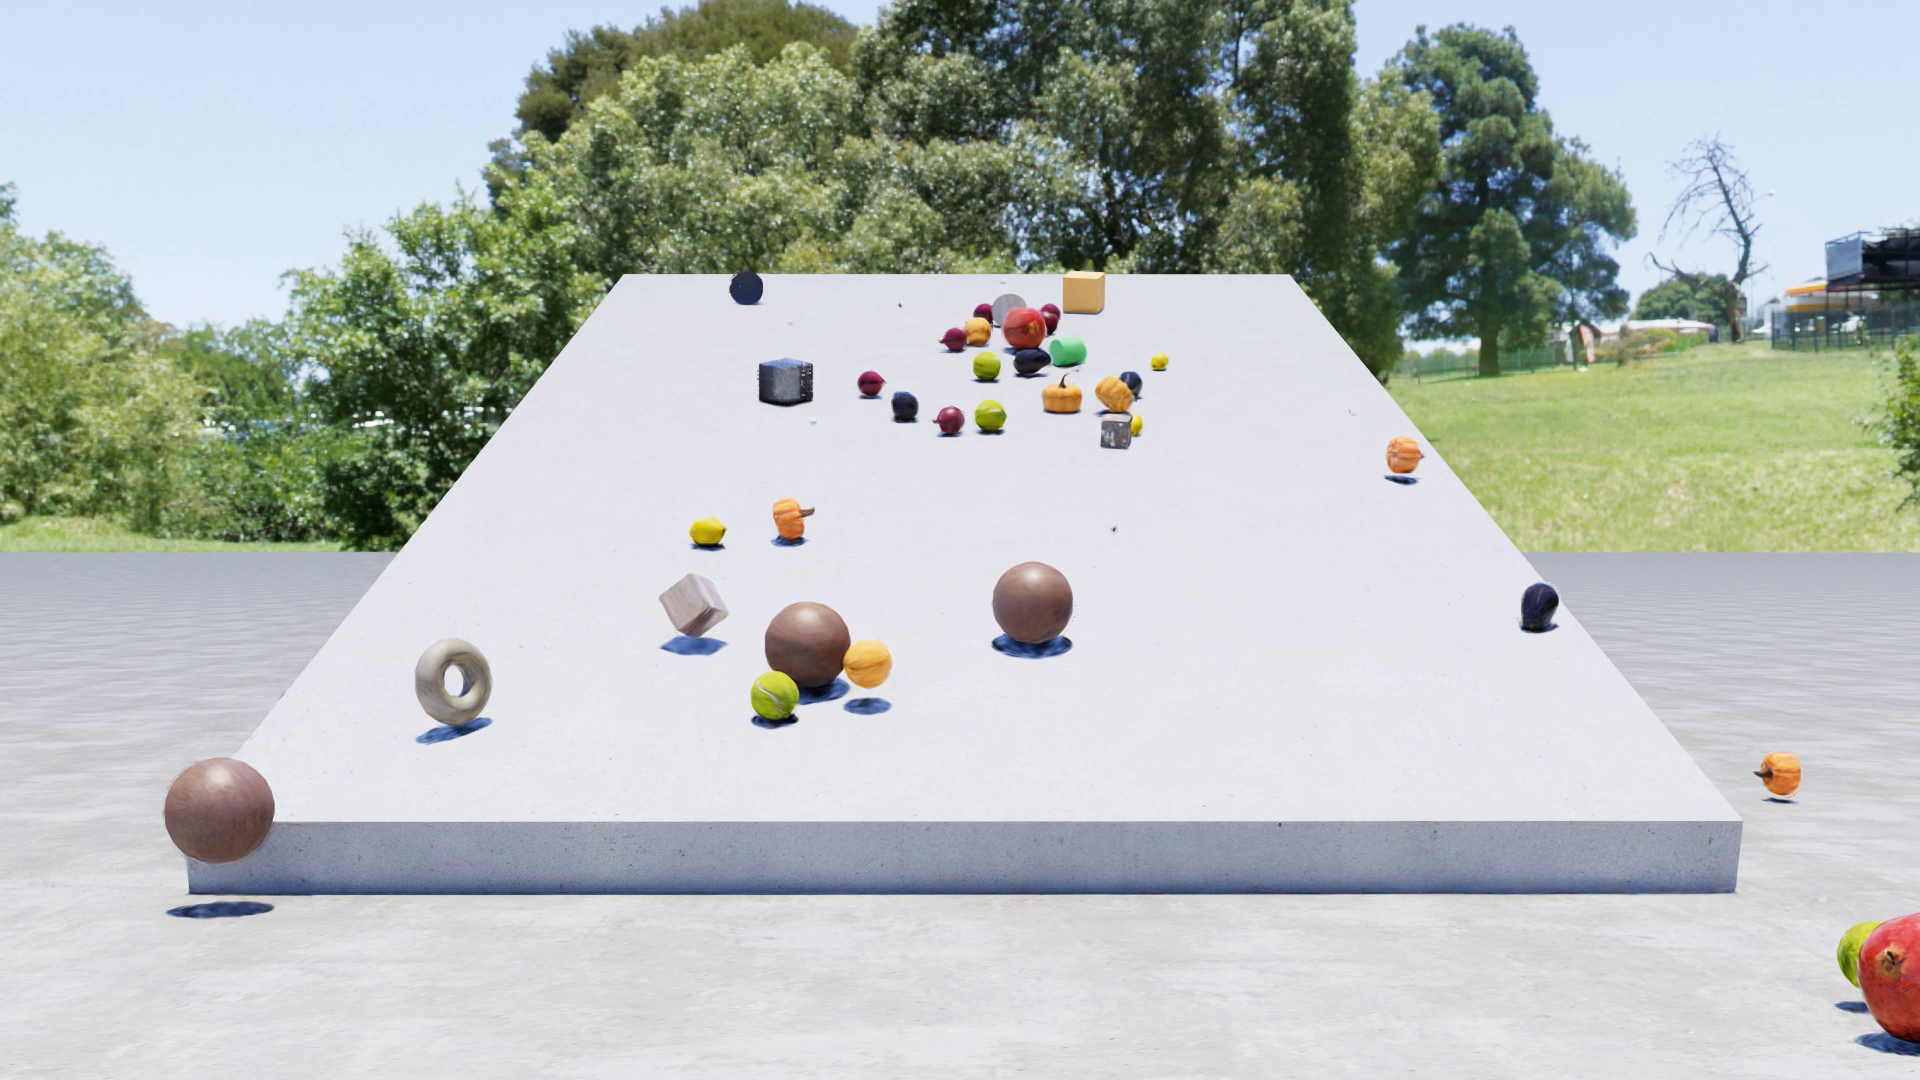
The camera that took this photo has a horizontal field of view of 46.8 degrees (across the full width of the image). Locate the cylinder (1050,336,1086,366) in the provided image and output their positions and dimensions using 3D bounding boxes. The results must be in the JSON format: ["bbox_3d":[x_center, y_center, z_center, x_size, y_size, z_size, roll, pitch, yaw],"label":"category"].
[{"bbox_3d":[0.265,-0.464,5.451,0.066,0.066,0.066,-9,4,-28],"label":"cylinder"}]

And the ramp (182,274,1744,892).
[{"bbox_3d":[-0.003,-0.171,4.771,2.000,0.100,4.000,0,17,0],"label":"ramp"}]

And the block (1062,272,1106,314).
[{"bbox_3d":[0.342,-0.683,6.124,0.097,0.097,0.097,5,17,15],"label":"block"}]

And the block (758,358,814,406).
[{"bbox_3d":[-0.398,-0.361,5.074,0.087,0.087,0.087,15,22,41],"label":"block"}]

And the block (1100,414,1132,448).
[{"bbox_3d":[0.331,-0.230,4.695,0.058,0.058,0.058,3,17,11],"label":"block"}]

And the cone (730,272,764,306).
[{"bbox_3d":[-0.590,-0.694,6.249,0.098,0.098,0.098,0,-10,7],"label":"cone"}]

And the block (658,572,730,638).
[{"bbox_3d":[-0.416,0.103,3.477,0.067,0.067,0.067,-36,-23,11],"label":"block"}]
